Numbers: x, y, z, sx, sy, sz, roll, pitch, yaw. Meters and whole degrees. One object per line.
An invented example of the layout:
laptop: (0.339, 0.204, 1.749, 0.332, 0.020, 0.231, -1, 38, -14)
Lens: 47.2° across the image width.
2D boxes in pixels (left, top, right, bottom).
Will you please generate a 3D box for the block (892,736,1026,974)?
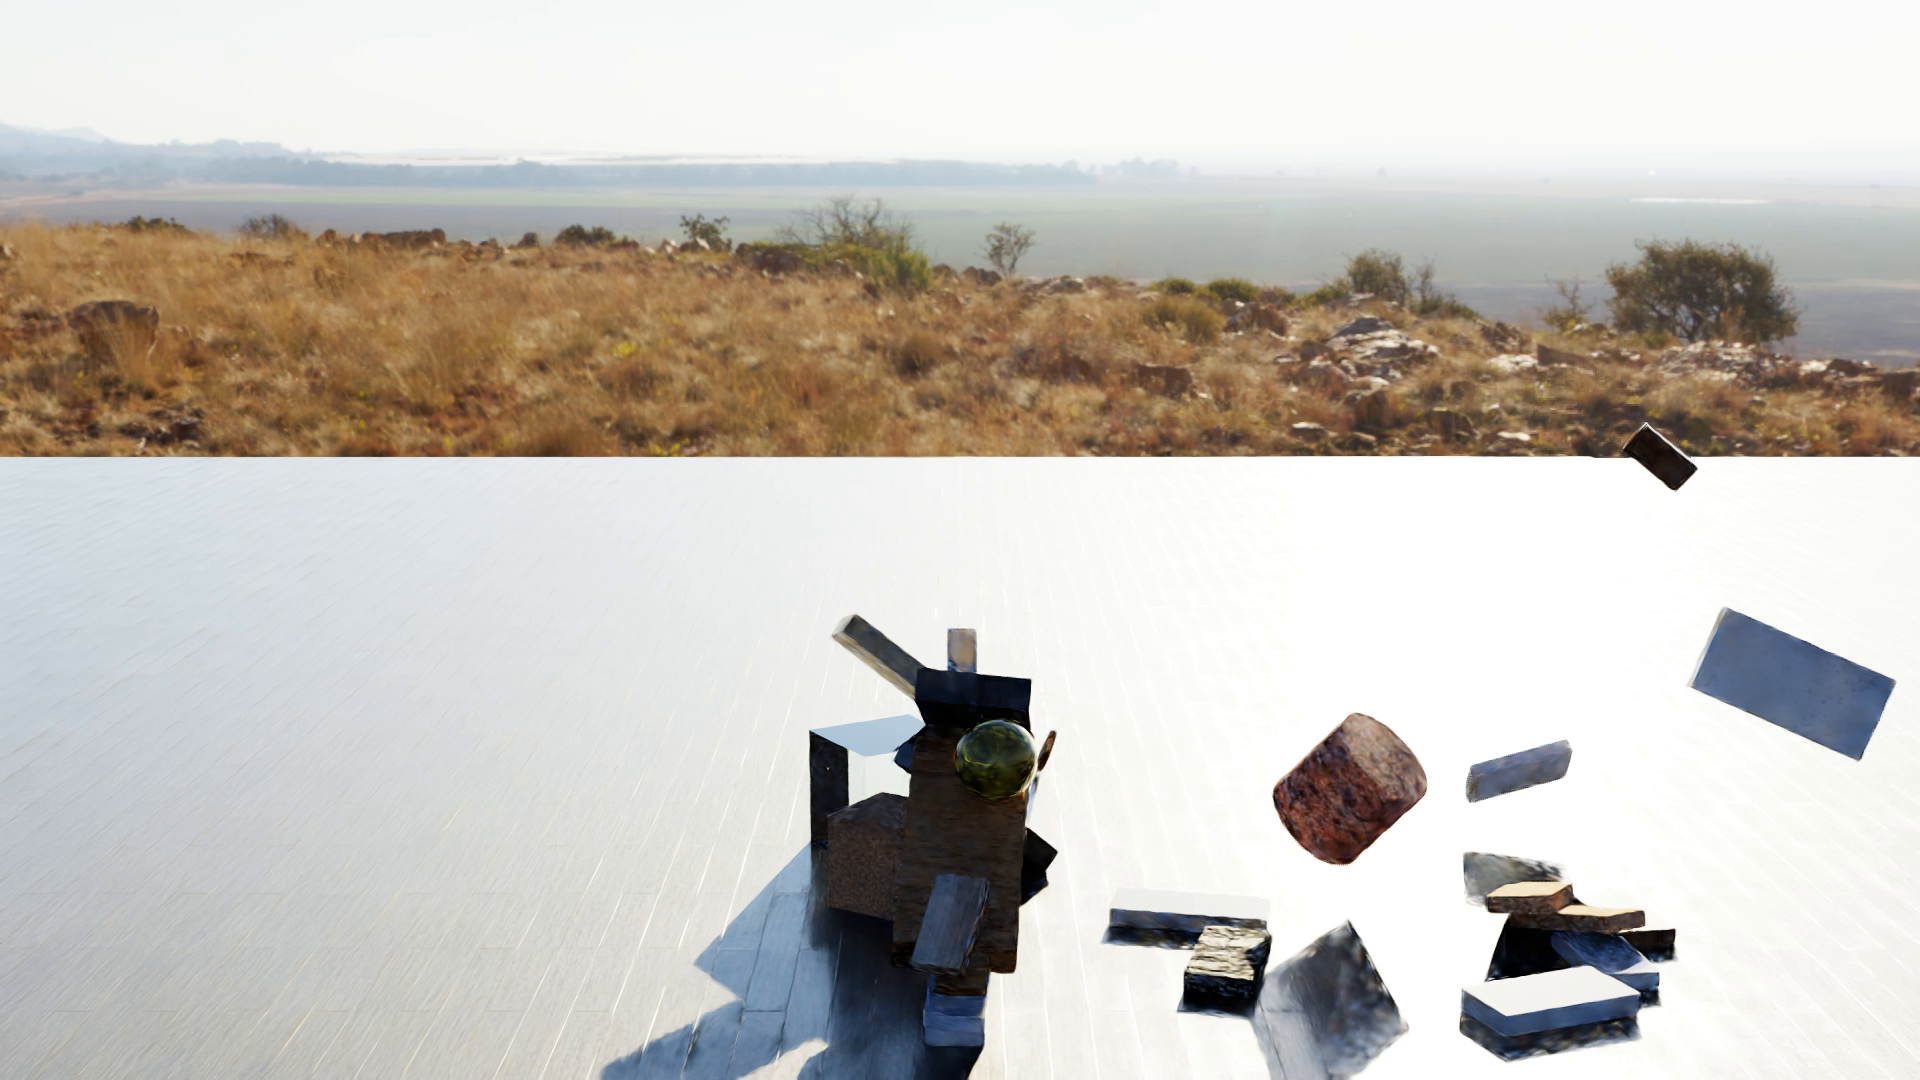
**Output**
block: (0.004, 0.454, 3.225, 0.175, 0.049, 0.415, 4, 38, 1)

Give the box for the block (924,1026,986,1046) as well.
block: (-0.005, 0.676, 3.141, 0.085, 0.024, 0.171, 0, 11, 1)

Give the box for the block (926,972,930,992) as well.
block: (-0.003, 0.632, 3.247, 0.086, 0.024, 0.171, 0, 10, 2)

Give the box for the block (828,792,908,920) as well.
block: (-0.108, 0.520, 3.619, 0.155, 0.155, 0.155, 7, 12, 32)

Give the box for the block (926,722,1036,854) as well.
block: (0.017, 0.413, 3.390, 0.175, 0.049, 0.349, 6, 32, 3)

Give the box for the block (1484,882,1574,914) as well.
block: (0.911, 0.572, 3.512, 0.103, 0.029, 0.205, -6, -5, 24)

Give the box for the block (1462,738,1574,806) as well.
block: (1.014, 0.421, 3.998, 0.192, 0.096, 0.027, -14, 51, -8)

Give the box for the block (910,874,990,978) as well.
block: (-0.013, 0.530, 3.030, 0.073, 0.021, 0.146, 5, 49, 16)

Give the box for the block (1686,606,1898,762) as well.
block: (1.351, 0.234, 3.577, 0.290, 0.145, 0.041, 24, 1, 7)

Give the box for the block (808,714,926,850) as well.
block: (-0.128, 0.444, 3.894, 0.204, 0.204, 0.204, -6, 12, -31)

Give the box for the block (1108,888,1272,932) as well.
block: (0.371, 0.599, 3.542, 0.251, 0.029, 0.103, 2, 11, 12)

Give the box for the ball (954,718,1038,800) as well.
ball: (0.053, 0.324, 3.255, 0.122, 0.122, 0.122, 0, 11, 0)

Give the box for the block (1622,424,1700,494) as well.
block: (1.152, -0.134, 3.618, 0.112, 0.056, 0.016, 41, 22, 8)

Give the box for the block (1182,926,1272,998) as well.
block: (0.407, 0.638, 3.333, 0.103, 0.029, 0.205, 3, 11, 16)

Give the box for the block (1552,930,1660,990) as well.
block: (0.981, 0.636, 3.347, 0.094, 0.027, 0.188, -1, 11, -6)

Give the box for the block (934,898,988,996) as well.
block: (0.002, 0.560, 3.036, 0.073, 0.021, 0.146, 2, 47, -1)

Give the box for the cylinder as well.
cylinder: (0.647, 0.415, 3.651, 0.183, 0.183, 0.183, 28, 33, -20)

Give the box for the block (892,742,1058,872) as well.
block: (0.027, 0.457, 3.772, 0.294, 0.041, 0.145, 41, -12, -29)

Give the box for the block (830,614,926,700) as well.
block: (-0.095, 0.238, 3.909, 0.290, 0.041, 0.145, 38, -12, -7)

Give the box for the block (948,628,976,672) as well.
block: (0.004, 0.328, 4.172, 0.056, 0.330, 0.016, 0, 11, 0)

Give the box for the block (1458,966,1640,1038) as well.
block: (0.851, 0.665, 3.176, 0.229, 0.032, 0.114, -4, 11, -21)

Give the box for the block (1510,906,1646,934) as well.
block: (0.965, 0.592, 3.441, 0.094, 0.027, 0.188, 0, -5, -37)

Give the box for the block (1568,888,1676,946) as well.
block: (1.058, 0.604, 3.521, 0.094, 0.027, 0.188, -2, 11, -9)

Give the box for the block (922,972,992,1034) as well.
block: (-0.001, 0.633, 3.120, 0.086, 0.024, 0.171, 6, 24, 3)

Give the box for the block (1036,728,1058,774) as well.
block: (0.168, 0.414, 4.313, 0.016, 0.056, 0.112, 20, -23, 1)

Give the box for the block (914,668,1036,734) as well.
block: (0.029, 0.264, 3.478, 0.175, 0.049, 0.349, 5, -13, 4)
